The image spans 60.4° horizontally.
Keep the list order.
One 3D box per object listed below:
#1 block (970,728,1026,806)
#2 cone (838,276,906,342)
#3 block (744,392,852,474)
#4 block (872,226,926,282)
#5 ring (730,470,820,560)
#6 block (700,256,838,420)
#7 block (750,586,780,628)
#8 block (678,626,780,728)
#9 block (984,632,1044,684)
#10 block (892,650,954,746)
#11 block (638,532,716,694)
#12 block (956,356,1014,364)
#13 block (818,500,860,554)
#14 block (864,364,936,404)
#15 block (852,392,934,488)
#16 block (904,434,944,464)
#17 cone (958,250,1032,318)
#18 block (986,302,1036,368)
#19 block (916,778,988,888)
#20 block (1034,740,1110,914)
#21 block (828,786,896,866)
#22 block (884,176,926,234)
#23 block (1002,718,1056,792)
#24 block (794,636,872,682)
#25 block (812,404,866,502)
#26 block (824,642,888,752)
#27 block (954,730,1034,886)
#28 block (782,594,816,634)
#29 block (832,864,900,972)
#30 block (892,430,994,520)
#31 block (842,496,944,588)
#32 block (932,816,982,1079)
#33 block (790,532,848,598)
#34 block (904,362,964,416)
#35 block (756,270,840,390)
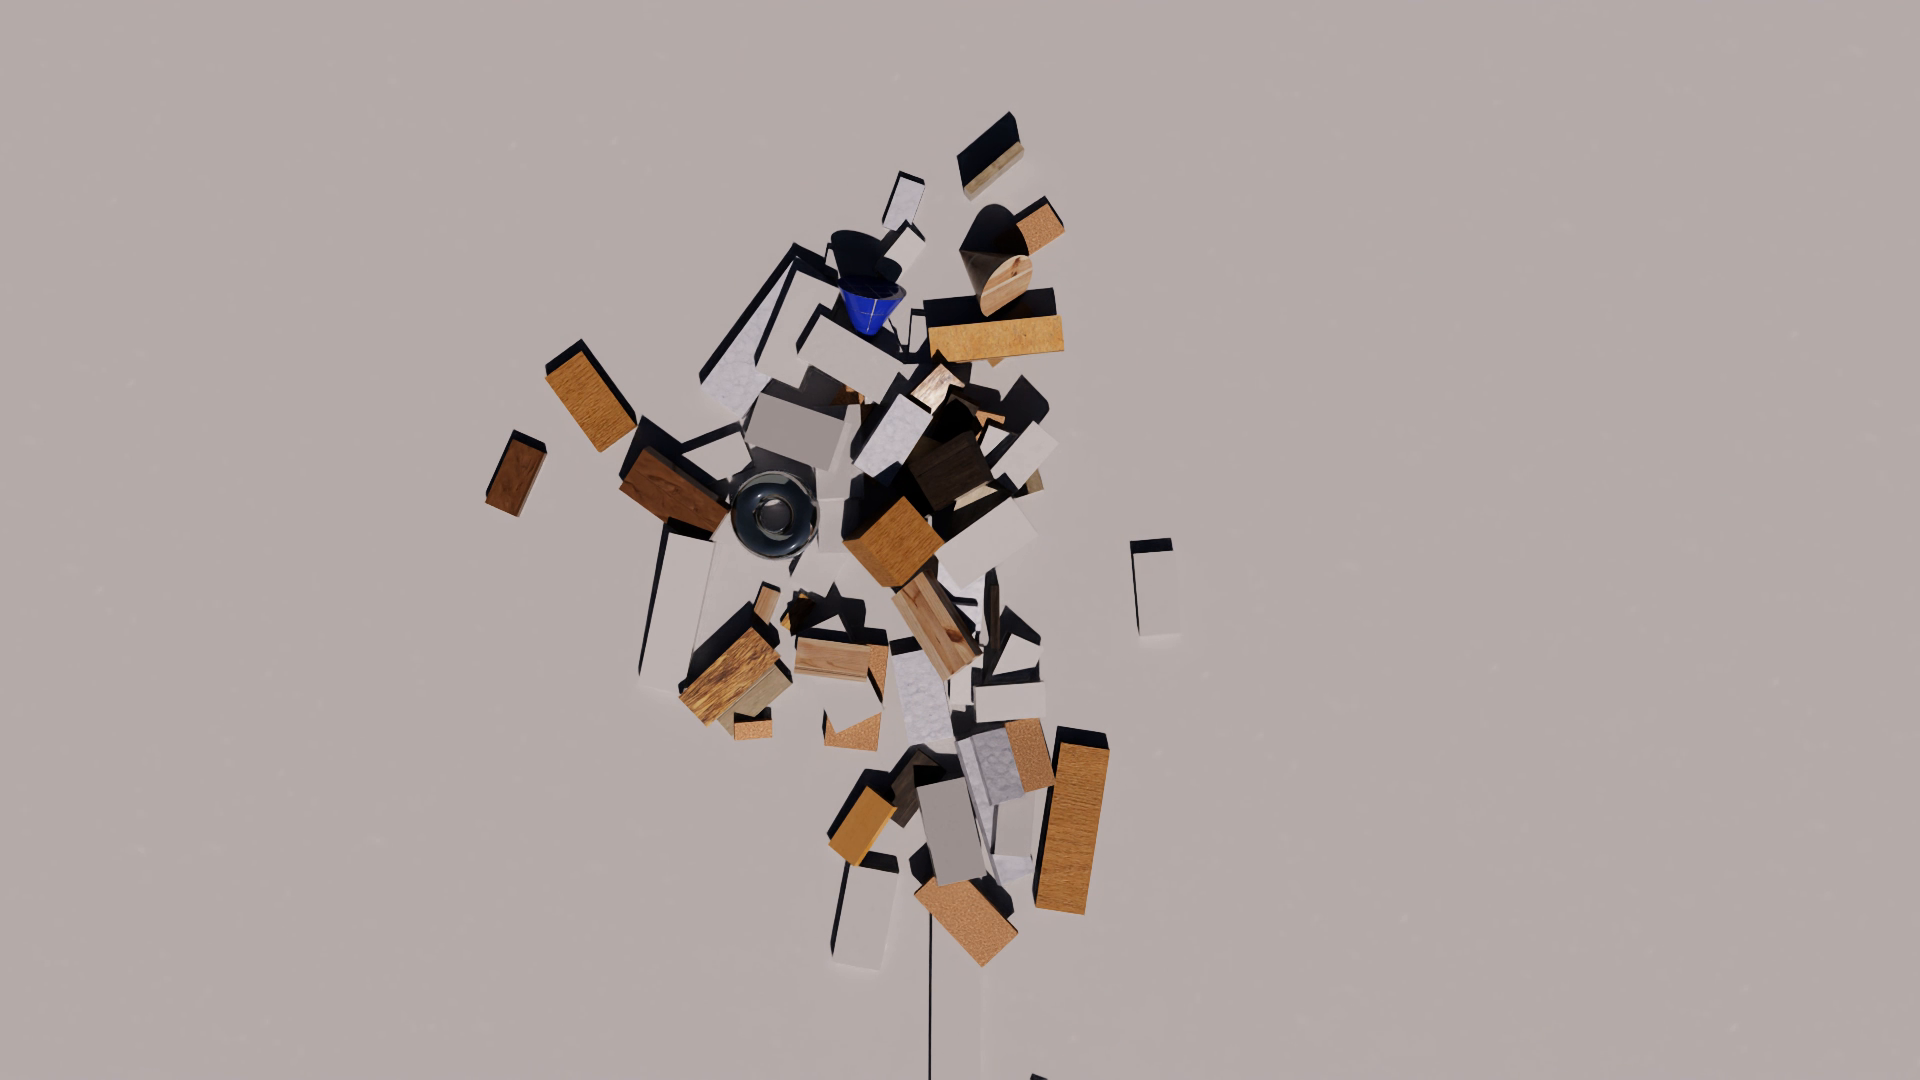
[{"bbox_3d":[0.123,0.743,5.408,0.117,0.033,0.235,-12,75,-20],"label":"block"},{"bbox_3d":[-0.307,-0.722,5.423,0.230,0.230,0.230,11,116,0],"label":"cone"},{"bbox_3d":[-0.533,-0.351,5.403,0.343,0.049,0.171,20,92,25],"label":"block"},{"bbox_3d":[-0.200,-0.944,5.472,0.087,0.025,0.174,39,90,-22],"label":"block"},{"bbox_3d":[-0.609,-0.082,5.442,0.302,0.101,0.302,0,93,7],"label":"ring"},{"bbox_3d":[-0.632,-0.671,5.476,0.171,0.049,0.542,36,90,0],"label":"block"},{"bbox_3d":[-0.648,0.223,5.491,0.063,0.018,0.125,21,90,0],"label":"block"},{"bbox_3d":[-0.759,0.451,5.440,0.334,0.039,0.138,-44,90,-1],"label":"block"},{"bbox_3d":[0.163,0.447,5.459,0.129,0.037,0.258,25,90,-22],"label":"block"},{"bbox_3d":[-0.124,0.518,5.479,0.152,0.043,0.303,-11,90,0],"label":"block"},{"bbox_3d":[-0.934,0.241,5.448,0.152,0.043,0.518,13,97,0],"label":"block"},{"bbox_3d":[0.089,-0.651,5.454,0.218,0.031,0.109,-7,90,0],"label":"block"},{"bbox_3d":[-0.399,-0.088,5.444,0.132,0.037,0.265,0,87,-1],"label":"block"},{"bbox_3d":[-0.192,-0.516,5.450,0.249,0.035,0.125,-3,90,-3],"label":"block"},{"bbox_3d":[-0.221,-0.326,5.382,0.138,0.039,0.275,33,88,-17],"label":"block"},{"bbox_3d":[-0.083,-0.272,5.460,0.220,0.031,0.110,22,96,10],"label":"block"},{"bbox_3d":[0.074,-0.898,5.447,0.235,0.235,0.235,41,90,27],"label":"cone"},{"bbox_3d":[0.160,-0.683,5.485,0.218,0.031,0.109,-39,90,0],"label":"block"},{"bbox_3d":[-0.030,0.957,5.409,0.163,0.046,0.327,-11,77,-11],"label":"block"},{"bbox_3d":[0.373,0.955,5.477,0.164,0.047,0.552,9,90,0],"label":"block"},{"bbox_3d":[-0.322,0.946,5.453,0.119,0.034,0.238,35,94,23],"label":"block"},{"bbox_3d":[-0.186,-1.110,5.488,0.087,0.025,0.174,20,90,0],"label":"block"},{"bbox_3d":[0.229,0.709,5.450,0.117,0.033,0.235,-12,81,-18],"label":"block"},{"bbox_3d":[-0.416,0.390,5.384,0.238,0.034,0.119,7,90,0],"label":"block"},{"bbox_3d":[-0.398,-0.286,5.419,0.155,0.044,0.310,-3,82,-2],"label":"block"},{"bbox_3d":[-0.343,0.516,5.475,0.175,0.049,0.349,6,90,0],"label":"block"},{"bbox_3d":[0.114,0.883,5.456,0.129,0.037,0.495,-17,90,-25],"label":"block"},{"bbox_3d":[-0.537,0.246,5.491,0.063,0.018,0.125,34,90,0],"label":"block"},{"bbox_3d":[-0.313,1.250,5.477,0.164,0.047,0.329,11,90,0],"label":"block"},{"bbox_3d":[-0.062,-0.201,5.366,0.349,0.049,0.175,-29,82,37],"label":"block"},{"bbox_3d":[-0.218,0.007,5.355,0.204,0.204,0.204,-45,102,-16],"label":"block"},{"bbox_3d":[-0.012,1.484,5.477,0.163,0.046,1.126,0,90,0],"label":"block"},{"bbox_3d":[-0.446,0.043,5.481,0.132,0.037,0.265,27,90,0],"label":"block"},{"bbox_3d":[-0.101,-0.471,5.414,0.110,0.031,0.220,41,105,-19],"label":"block"},{"bbox_3d":[-0.533,-0.690,5.428,0.155,0.044,0.354,23,91,-3],"label":"block"}]
